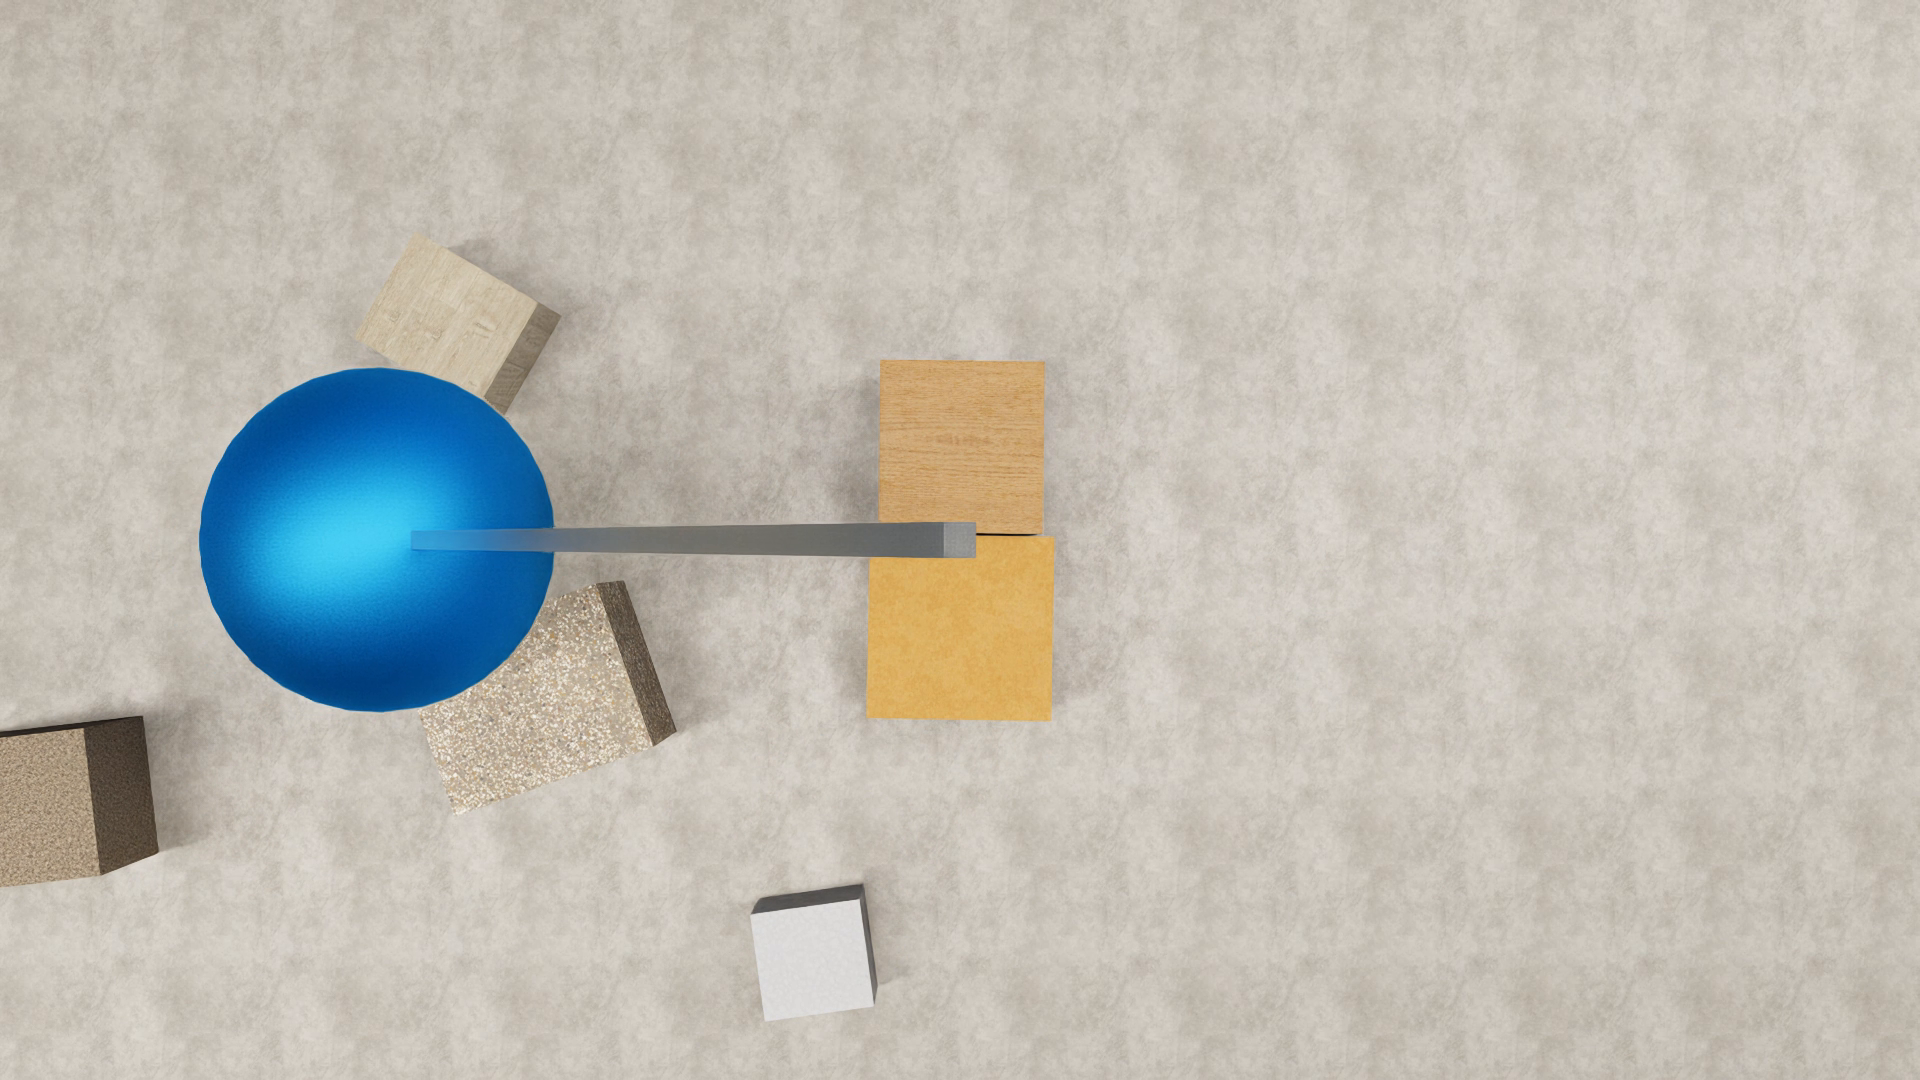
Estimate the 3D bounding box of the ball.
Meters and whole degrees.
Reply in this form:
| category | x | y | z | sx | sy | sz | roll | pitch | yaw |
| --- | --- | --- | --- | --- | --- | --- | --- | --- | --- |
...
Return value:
| category | x | y | z | sx | sy | sz | roll | pitch | yaw |
| --- | --- | --- | --- | --- | --- | --- | --- | --- | --- |
| ball | -2.684 | 0.000 | 10.196 | 1.600 | 1.600 | 1.600 | 0 | 90 | 0 |

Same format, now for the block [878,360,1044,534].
| category | x | y | z | sx | sy | sz | roll | pitch | yaw |
| --- | --- | --- | --- | --- | --- | --- | --- | --- | --- |
| block | 0.008 | -0.508 | 12.487 | 0.896 | 1.026 | 0.938 | 1 | 90 | 0 |

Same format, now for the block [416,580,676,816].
| category | x | y | z | sx | sy | sz | roll | pitch | yaw |
| --- | --- | --- | --- | --- | --- | --- | --- | --- | --- |
| block | -2.372 | 0.874 | 12.499 | 1.148 | 1.001 | 0.948 | -19 | 90 | 0 |

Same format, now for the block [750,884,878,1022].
| category | x | y | z | sx | sy | sz | roll | pitch | yaw |
| --- | --- | --- | --- | --- | --- | --- | --- | --- | --- |
| block | -0.836 | 2.376 | 12.712 | 0.623 | 0.577 | 0.610 | -8 | 90 | 0 |

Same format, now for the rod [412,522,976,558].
| category | x | y | z | sx | sy | sz | roll | pitch | yaw |
| --- | --- | --- | --- | --- | --- | --- | --- | --- | --- |
| rod | -1.163 | 0.000 | 7.155 | 0.080 | 5.200 | 0.080 | 0 | 90 | -27 |

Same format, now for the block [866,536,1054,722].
| category | x | y | z | sx | sy | sz | roll | pitch | yaw |
| --- | --- | --- | --- | --- | --- | --- | --- | --- | --- |
| block | 0.003 | 0.482 | 12.561 | 1.019 | 0.877 | 1.017 | 1 | 90 | 0 |

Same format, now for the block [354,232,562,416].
| category | x | y | z | sx | sy | sz | roll | pitch | yaw |
| --- | --- | --- | --- | --- | --- | --- | --- | --- | --- |
| block | -2.869 | -1.228 | 12.637 | 0.797 | 0.725 | 0.688 | 30 | 90 | 0 |

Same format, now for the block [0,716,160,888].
| category | x | y | z | sx | sy | sz | roll | pitch | yaw |
| --- | --- | --- | --- | --- | --- | --- | --- | --- | --- |
| block | -5.232 | 1.496 | 12.556 | 0.906 | 0.888 | 0.820 | -7 | 90 | 0 |
